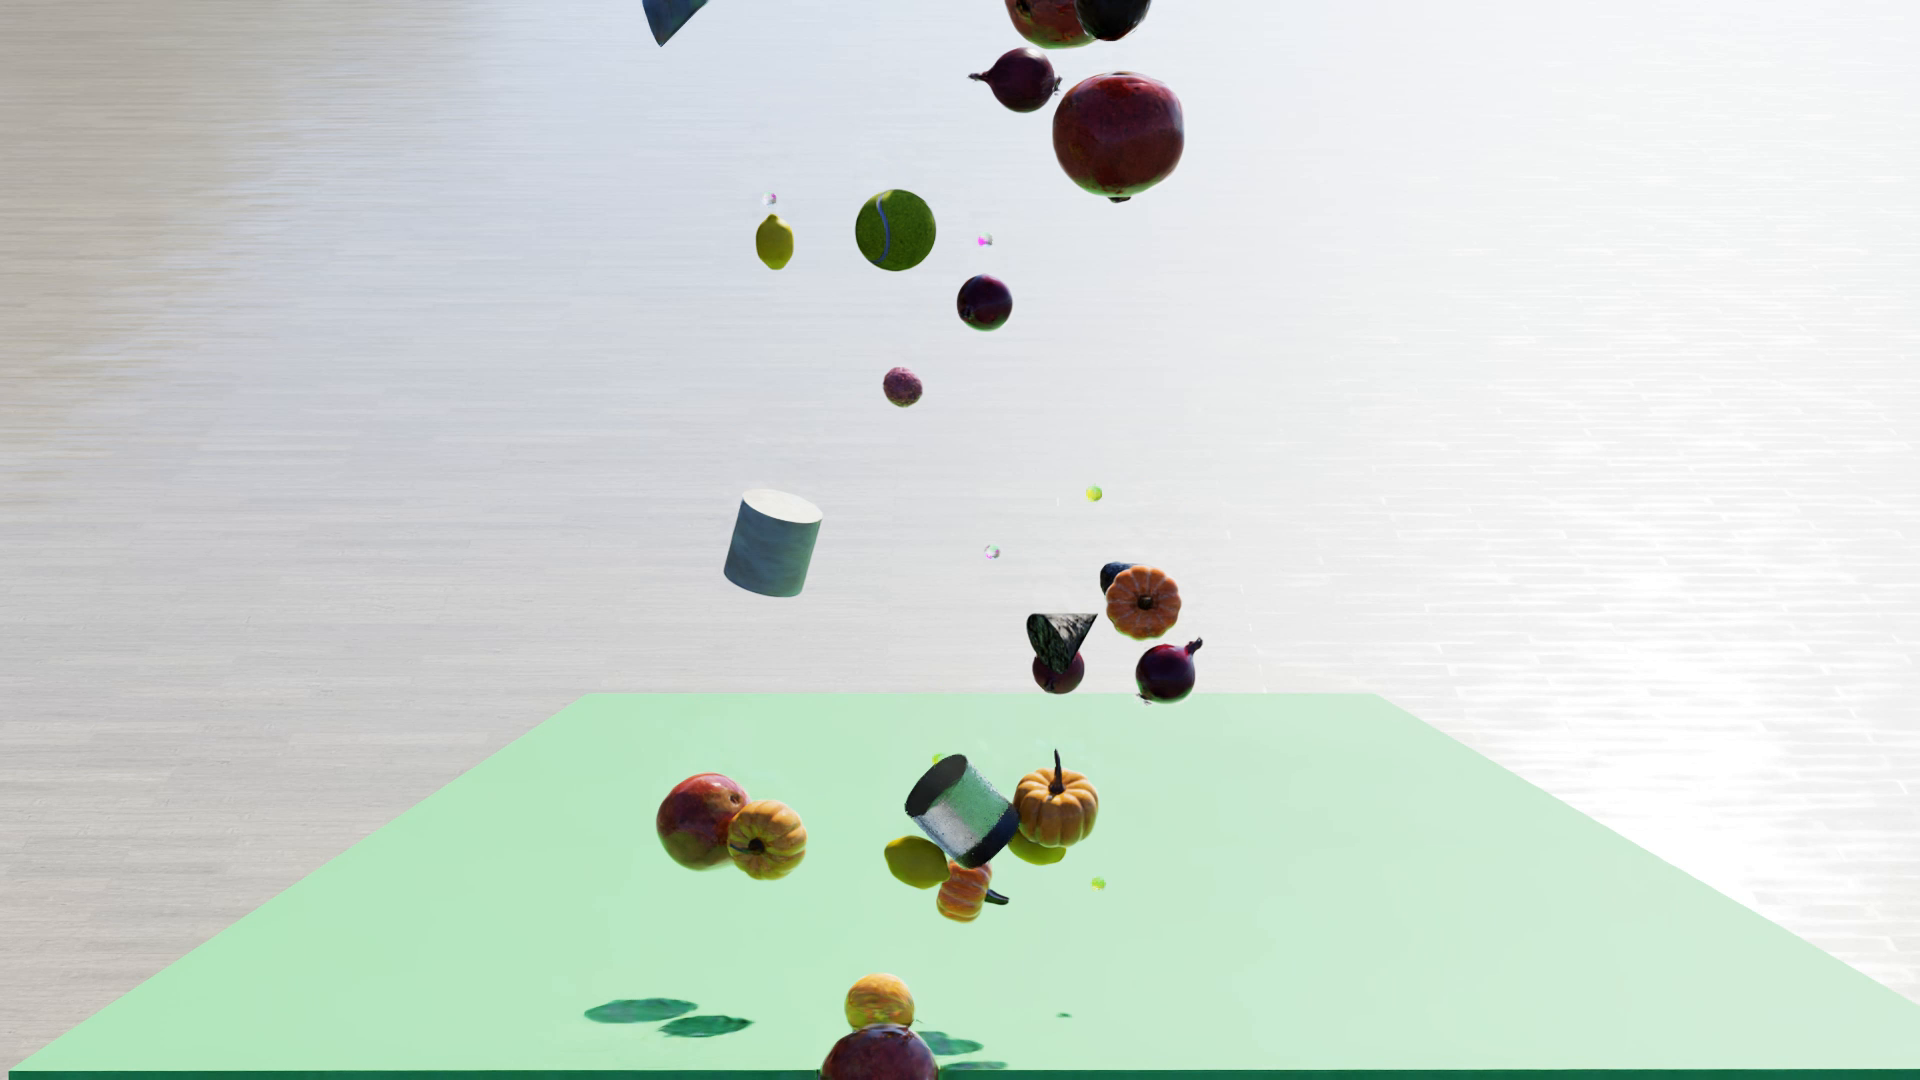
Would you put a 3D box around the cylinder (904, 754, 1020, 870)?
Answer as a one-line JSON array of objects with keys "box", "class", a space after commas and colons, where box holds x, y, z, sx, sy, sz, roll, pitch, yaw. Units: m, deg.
[{"box": [0.003, 0.275, 2.607, 0.083, 0.083, 0.083, -37, 20, 17], "class": "cylinder"}]

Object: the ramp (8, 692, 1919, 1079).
[{"box": [0.056, 0.507, 4.550, 2.000, 0.100, 4.000, 0, 2, 0], "class": "ramp"}]

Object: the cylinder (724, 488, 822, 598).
[{"box": [-0.197, 0.003, 2.717, 0.086, 0.086, 0.086, 15, 19, -5], "class": "cylinder"}]

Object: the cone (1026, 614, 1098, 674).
[{"box": [0.118, 0.092, 2.678, 0.069, 0.069, 0.069, -29, 35, -26], "class": "cone"}]

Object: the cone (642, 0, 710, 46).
[{"box": [-0.245, -0.483, 2.302, 0.067, 0.067, 0.067, -15, 24, 6], "class": "cone"}]
